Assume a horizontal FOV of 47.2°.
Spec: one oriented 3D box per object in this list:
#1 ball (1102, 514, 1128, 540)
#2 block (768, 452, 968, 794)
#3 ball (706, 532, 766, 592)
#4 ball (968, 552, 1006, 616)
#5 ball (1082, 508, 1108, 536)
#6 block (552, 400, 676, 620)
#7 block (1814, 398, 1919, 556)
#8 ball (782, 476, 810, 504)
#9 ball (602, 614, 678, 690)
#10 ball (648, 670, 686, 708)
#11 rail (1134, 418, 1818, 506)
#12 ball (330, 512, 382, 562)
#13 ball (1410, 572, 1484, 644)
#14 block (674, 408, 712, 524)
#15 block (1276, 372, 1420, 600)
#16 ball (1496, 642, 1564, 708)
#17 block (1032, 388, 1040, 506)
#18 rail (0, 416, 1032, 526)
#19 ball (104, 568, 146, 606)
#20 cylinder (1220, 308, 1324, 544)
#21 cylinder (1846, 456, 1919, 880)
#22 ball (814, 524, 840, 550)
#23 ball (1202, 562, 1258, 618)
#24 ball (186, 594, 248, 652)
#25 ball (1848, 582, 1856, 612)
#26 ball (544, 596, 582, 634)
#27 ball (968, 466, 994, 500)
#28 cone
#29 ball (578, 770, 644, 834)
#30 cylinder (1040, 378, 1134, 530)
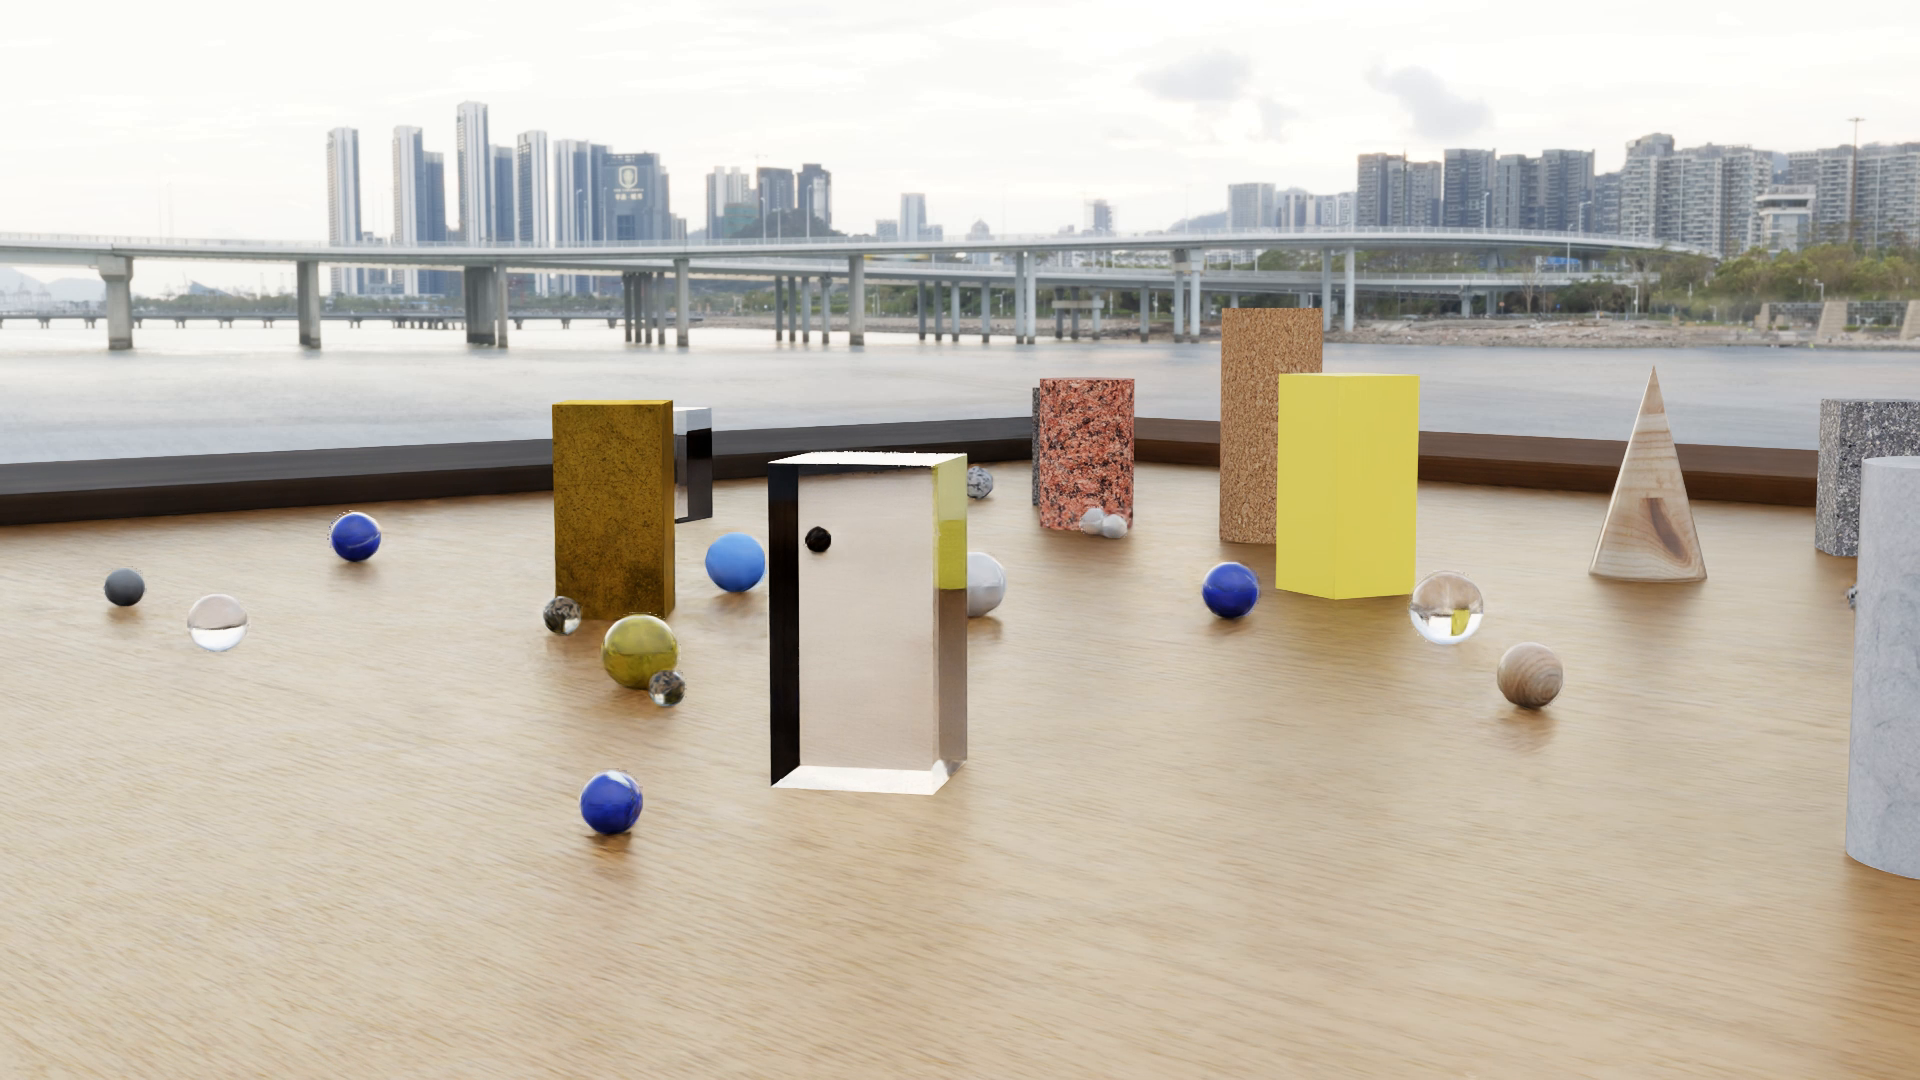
[{"bbox_3d":[0.300,-0.025,4.268,0.048,0.048,0.048,0,6,0],"label":"ball"},{"bbox_3d":[-0.085,0.074,2.099,0.155,0.304,0.155,1,6,12],"label":"block"},{"bbox_3d":[-0.354,0.035,3.470,0.095,0.095,0.095,0,6,0],"label":"ball"},{"bbox_3d":[0.021,0.064,3.199,0.094,0.094,0.094,0,6,0],"label":"ball"},{"bbox_3d":[0.266,-0.036,4.336,0.055,0.055,0.055,0,6,0],"label":"ball"},{"bbox_3d":[-0.504,-0.047,3.220,0.155,0.310,0.155,0,6,-1],"label":"block"},{"bbox_3d":[1.671,-0.116,4.030,0.155,0.279,0.155,1,6,8],"label":"block"},{"bbox_3d":[-0.375,-0.114,5.039,0.064,0.064,0.064,0,6,0],"label":"ball"},{"bbox_3d":[-0.375,0.132,2.575,0.090,0.090,0.090,0,6,0],"label":"ball"},{"bbox_3d":[-0.329,0.167,2.468,0.042,0.042,0.042,0,6,0],"label":"ball"},{"bbox_3d":[1.852,-0.145,5.032,0.045,0.126,4.456,-5,8,-42],"label":"rail"},{"bbox_3d":[-1.068,-0.005,3.885,0.087,0.087,0.087,0,6,0],"label":"ball"},{"bbox_3d":[0.648,0.091,2.931,0.097,0.097,0.097,0,6,0],"label":"ball"},{"bbox_3d":[-0.631,-0.161,4.666,0.155,0.235,0.155,2,6,21],"label":"block"},{"bbox_3d":[0.610,-0.090,3.472,0.155,0.342,0.155,-3,7,-27],"label":"block"},{"bbox_3d":[0.638,0.151,2.463,0.074,0.074,0.074,0,6,0],"label":"ball"},{"bbox_3d":[0.273,-0.213,4.998,0.155,0.269,0.155,5,8,41],"label":"block"},{"bbox_3d":[-1.495,-0.136,4.943,5.087,0.126,0.045,-5,8,-42],"label":"rail"},{"bbox_3d":[-1.255,0.071,3.302,0.058,0.058,0.058,0,6,0],"label":"ball"},{"bbox_3d":[0.603,-0.226,4.266,0.194,0.447,0.194,0,6,0],"label":"cylinder"},{"bbox_3d":[0.824,0.099,1.771,0.194,0.322,0.194,0,6,0],"label":"cylinder"},{"bbox_3d":[-0.248,-0.006,4.088,0.048,0.048,0.048,0,6,0],"label":"ball"},{"bbox_3d":[0.390,0.072,3.178,0.082,0.082,0.082,0,6,0],"label":"ball"},{"bbox_3d":[-0.967,0.108,2.866,0.076,0.076,0.076,0,6,0],"label":"ball"},{"bbox_3d":[1.319,0.083,3.189,0.058,0.058,0.058,0,6,0],"label":"ball"},{"bbox_3d":[-0.546,0.104,3.020,0.052,0.052,0.052,0,6,0],"label":"ball"},{"bbox_3d":[0.040,-0.133,5.165,0.077,0.077,0.077,0,6,0],"label":"ball"},{"bbox_3d":[1.155,-0.118,3.678,0.194,0.355,0.194,0,6,0],"label":"cone"},{"bbox_3d":[-0.297,0.223,1.870,0.054,0.054,0.054,0,6,0],"label":"ball"},{"bbox_3d":[0.261,-0.180,4.524,0.194,0.303,0.194,0,6,0],"label":"cylinder"}]
